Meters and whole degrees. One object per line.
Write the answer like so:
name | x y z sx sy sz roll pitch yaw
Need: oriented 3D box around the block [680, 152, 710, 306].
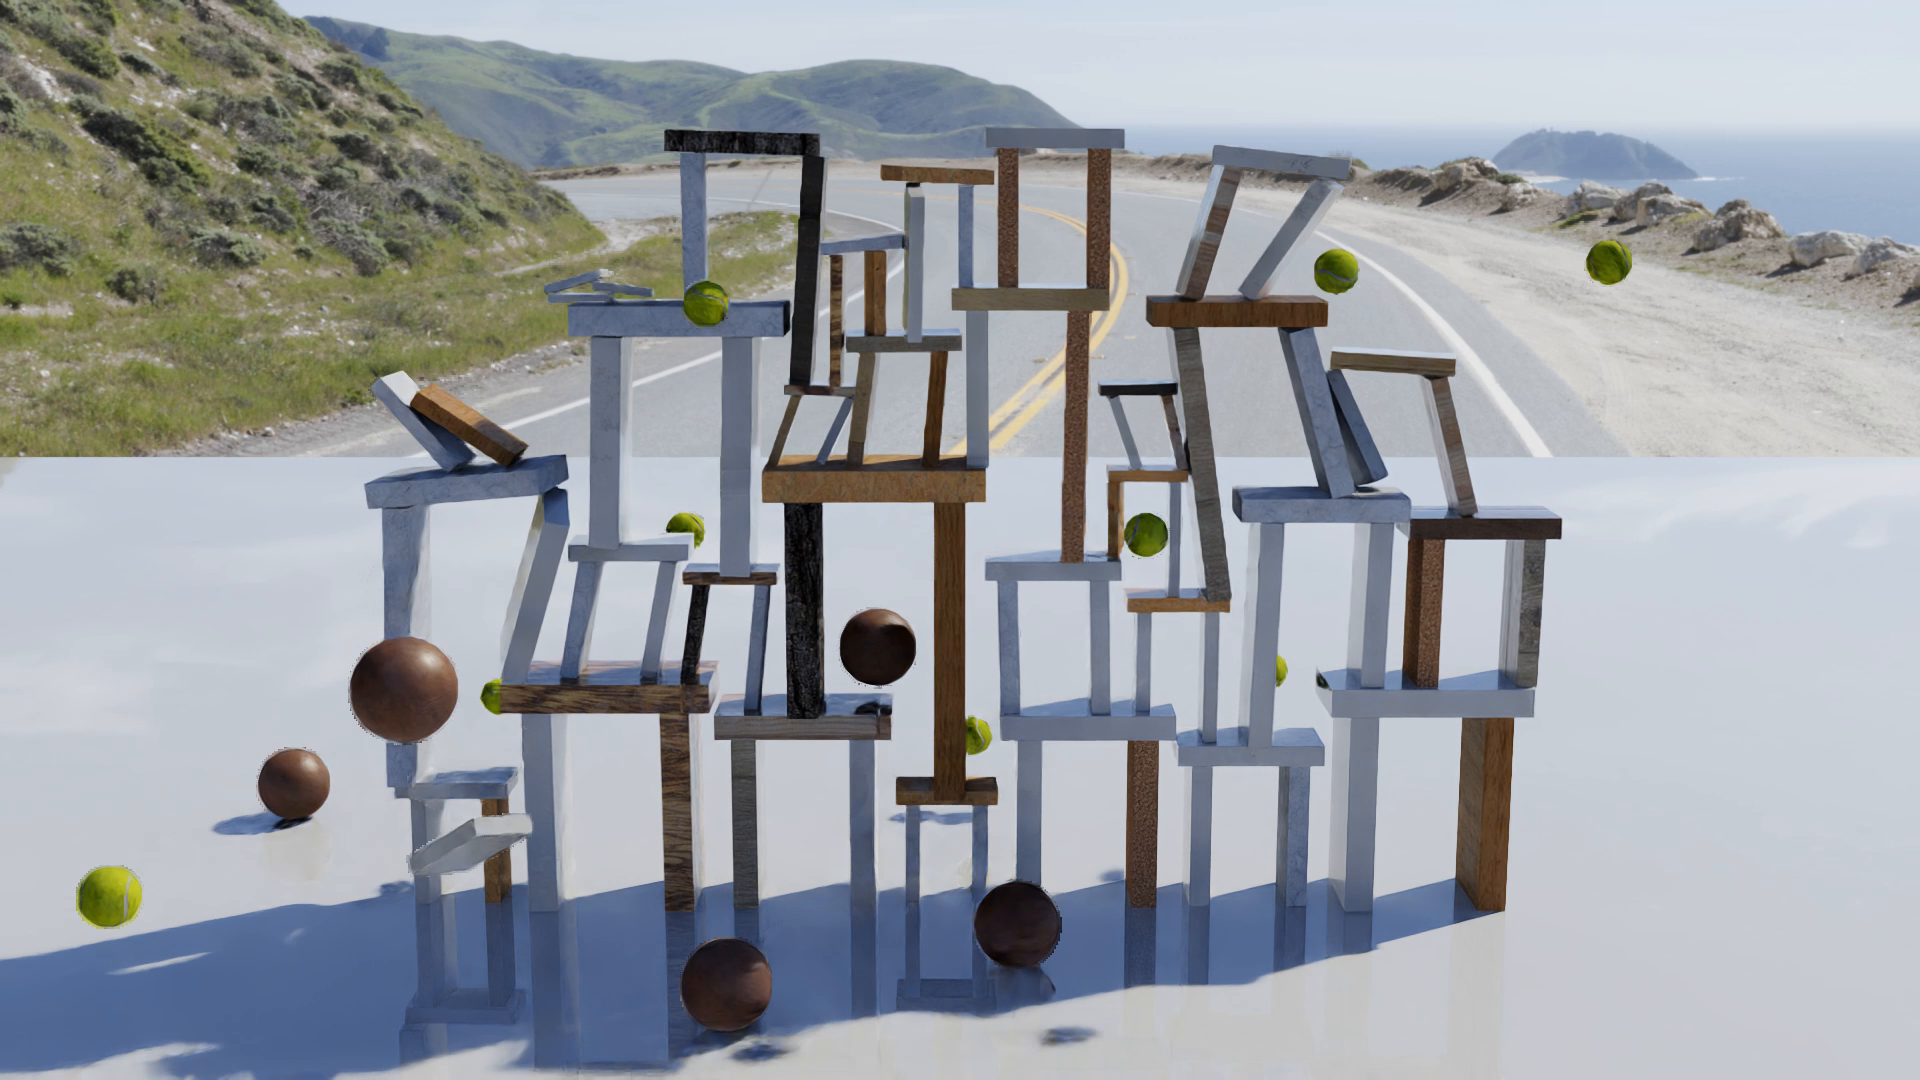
block | -0.418 -0.493 3.469 0.033 0.235 0.117 -1 11 -3

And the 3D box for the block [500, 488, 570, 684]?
block | -0.684 0.071 3.525 0.040 0.285 0.143 13 22 -18

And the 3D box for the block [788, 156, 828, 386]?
block | -0.240 -0.428 3.487 0.033 0.357 0.117 4 11 -1

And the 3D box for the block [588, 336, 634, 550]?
block | -0.559 -0.166 3.529 0.047 0.334 0.167 2 10 -2

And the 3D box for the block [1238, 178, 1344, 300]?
block | 0.519 -0.473 3.453 0.030 0.210 0.105 38 21 10

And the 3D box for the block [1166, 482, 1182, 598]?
block | 0.345 -0.006 3.557 0.018 0.189 0.063 0 11 0

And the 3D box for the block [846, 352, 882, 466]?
block | -0.153 -0.216 3.514 0.026 0.182 0.091 8 13 2

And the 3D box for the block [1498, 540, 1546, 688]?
block | 0.914 0.107 3.578 0.034 0.241 0.121 1 11 0

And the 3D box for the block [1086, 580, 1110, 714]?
block | 0.226 0.163 3.593 0.031 0.219 0.109 -1 11 0

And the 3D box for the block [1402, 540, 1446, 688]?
block | 0.754 0.107 3.577 0.034 0.241 0.121 0 11 0

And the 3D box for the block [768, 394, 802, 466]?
block | -0.279 -0.180 3.526 0.016 0.114 0.057 20 11 -3

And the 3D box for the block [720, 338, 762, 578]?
block | -0.352 -0.143 3.537 0.047 0.380 0.167 2 10 0

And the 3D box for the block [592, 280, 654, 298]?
block | -0.534 -0.398 3.488 0.095 0.013 0.047 7 6 -4

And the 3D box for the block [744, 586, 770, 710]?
block | -0.330 0.168 3.593 0.021 0.206 0.076 6 10 -1

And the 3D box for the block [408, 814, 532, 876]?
block | -0.688 0.428 3.088 0.090 0.026 0.181 2 -25 -44

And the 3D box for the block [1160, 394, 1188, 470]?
block | 0.342 -0.177 3.525 0.017 0.121 0.061 -13 11 3

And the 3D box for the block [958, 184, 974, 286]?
block | 0.009 -0.482 3.468 0.022 0.158 0.079 0 10 0

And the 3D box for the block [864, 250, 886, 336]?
block | -0.133 -0.391 3.458 0.018 0.131 0.065 -3 14 -16

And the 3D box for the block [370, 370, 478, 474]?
block | -0.852 -0.188 3.505 0.026 0.181 0.090 -41 4 14

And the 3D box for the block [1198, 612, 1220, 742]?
block | 0.407 0.216 3.604 0.023 0.217 0.082 0 11 0

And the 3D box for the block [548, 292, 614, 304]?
block | -0.600 -0.384 3.487 0.095 0.013 0.047 -1 10 5

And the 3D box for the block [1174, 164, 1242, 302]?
block | 0.391 -0.485 3.465 0.030 0.210 0.105 16 10 -6

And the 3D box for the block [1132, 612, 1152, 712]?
block | 0.298 0.190 3.599 0.023 0.165 0.082 0 11 0

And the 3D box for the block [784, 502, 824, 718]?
block | -0.252 0.097 3.574 0.050 0.352 0.176 0 11 0

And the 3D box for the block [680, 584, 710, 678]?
block | -0.431 0.141 3.588 0.021 0.151 0.076 9 10 -2

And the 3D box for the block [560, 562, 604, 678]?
block | -0.615 0.120 3.587 0.027 0.192 0.096 11 11 -1

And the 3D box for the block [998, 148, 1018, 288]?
block | 0.076 -0.509 3.464 0.030 0.214 0.107 0 11 0

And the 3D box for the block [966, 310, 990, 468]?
block | 0.028 -0.247 3.510 0.035 0.247 0.123 0 10 0

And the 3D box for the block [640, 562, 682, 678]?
block | -0.486 0.120 3.585 0.027 0.192 0.096 11 10 -3

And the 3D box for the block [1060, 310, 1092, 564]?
block | 0.187 -0.172 3.527 0.035 0.401 0.123 2 11 4

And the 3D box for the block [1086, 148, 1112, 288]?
block | 0.218 -0.508 3.465 0.030 0.214 0.107 0 11 0

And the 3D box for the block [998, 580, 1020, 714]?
block | 0.080 0.163 3.593 0.031 0.219 0.109 -1 11 0

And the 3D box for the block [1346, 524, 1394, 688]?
block | 0.666 0.093 3.574 0.038 0.268 0.134 1 11 0

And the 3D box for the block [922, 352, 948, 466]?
block | -0.039 -0.216 3.513 0.026 0.182 0.091 5 13 0

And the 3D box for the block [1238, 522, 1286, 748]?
block | 0.490 0.142 3.583 0.038 0.368 0.134 2 11 0

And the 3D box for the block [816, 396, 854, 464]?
block | -0.197 -0.179 3.525 0.016 0.114 0.057 26 11 -2

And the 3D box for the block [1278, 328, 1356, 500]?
block | 0.570 -0.211 3.520 0.039 0.273 0.136 -16 10 3

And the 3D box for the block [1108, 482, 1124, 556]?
block | 0.253 -0.042 3.578 0.018 0.127 0.063 2 11 11

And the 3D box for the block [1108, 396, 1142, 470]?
block | 0.264 -0.175 3.522 0.017 0.121 0.061 -19 11 5

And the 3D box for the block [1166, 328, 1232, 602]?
block | 0.383 -0.129 3.532 0.039 0.438 0.136 -8 11 1

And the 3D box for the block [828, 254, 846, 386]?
block | -0.194 -0.351 3.490 0.018 0.208 0.065 2 11 2

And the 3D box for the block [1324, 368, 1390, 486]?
block | 0.629 -0.184 3.593 0.028 0.194 0.097 -26 3 -14

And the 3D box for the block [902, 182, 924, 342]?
block | -0.072 -0.428 3.397 0.022 0.232 0.079 -1 25 -7

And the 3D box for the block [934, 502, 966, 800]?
block | -0.016 0.164 3.583 0.050 0.488 0.176 0 11 0

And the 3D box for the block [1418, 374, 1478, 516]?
block | 0.783 -0.156 3.529 0.028 0.225 0.097 -15 10 3
